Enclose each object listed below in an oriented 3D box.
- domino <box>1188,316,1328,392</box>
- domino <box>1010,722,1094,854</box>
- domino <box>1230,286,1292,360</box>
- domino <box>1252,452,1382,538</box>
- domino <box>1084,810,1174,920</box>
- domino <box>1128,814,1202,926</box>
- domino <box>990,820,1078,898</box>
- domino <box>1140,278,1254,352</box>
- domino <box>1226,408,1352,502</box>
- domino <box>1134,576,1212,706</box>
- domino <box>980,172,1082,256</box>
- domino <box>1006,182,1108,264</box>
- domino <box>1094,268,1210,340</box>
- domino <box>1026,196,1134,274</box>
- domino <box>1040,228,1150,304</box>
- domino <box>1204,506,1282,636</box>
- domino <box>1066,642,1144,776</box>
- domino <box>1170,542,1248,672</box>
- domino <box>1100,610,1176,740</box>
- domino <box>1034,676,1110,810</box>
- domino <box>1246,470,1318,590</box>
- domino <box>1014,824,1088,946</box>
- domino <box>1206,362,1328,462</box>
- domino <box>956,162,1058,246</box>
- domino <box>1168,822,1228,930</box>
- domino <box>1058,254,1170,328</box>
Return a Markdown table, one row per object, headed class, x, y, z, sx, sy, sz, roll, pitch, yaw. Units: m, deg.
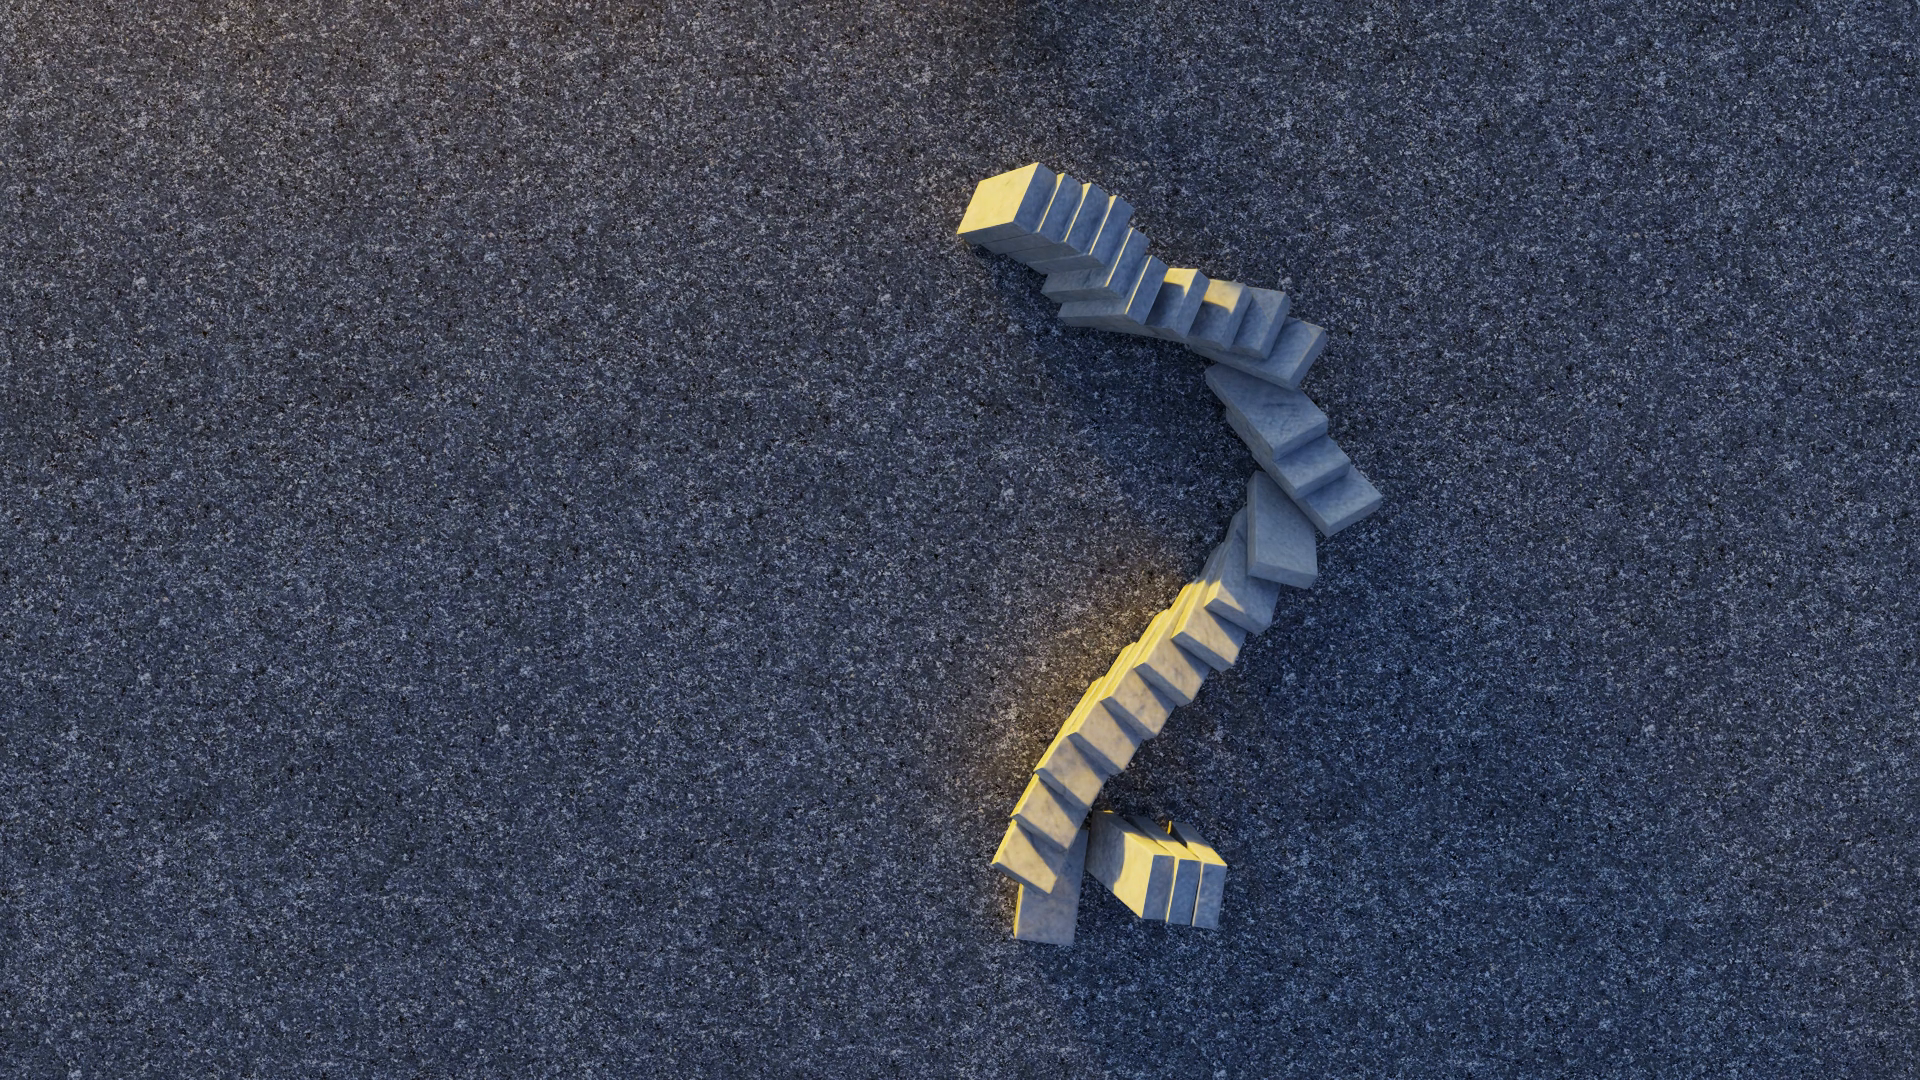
| class | x | y | z | sx | sy | sz | roll | pitch | yaw |
| --- | --- | --- | --- | --- | --- | --- | --- | --- | --- |
| domino | 0.123 | -0.083 | 0.381 | 0.050 | 0.009 | 0.025 | 34 | 90 | 37 |
| domino | 0.045 | 0.101 | 0.383 | 0.025 | 0.010 | 0.050 | 37 | 59 | 0 |
| domino | 0.108 | -0.093 | 0.381 | 0.050 | 0.010 | 0.025 | 24 | 90 | 38 |
| domino | 0.148 | -0.027 | 0.382 | 0.025 | 0.010 | 0.050 | -29 | 57 | -4 |
| domino | 0.068 | 0.132 | 0.375 | 0.010 | 0.050 | 0.025 | 11 | 90 | -19 |
| domino | 0.081 | 0.134 | 0.375 | 0.010 | 0.050 | 0.025 | 11 | 90 | -12 |
| domino | 0.036 | 0.119 | 0.383 | 0.025 | 0.010 | 0.050 | 32 | 59 | 1 |
| domino | 0.093 | -0.096 | 0.380 | 0.050 | 0.010 | 0.025 | 24 | 90 | 41 |
| domino | 0.136 | -0.042 | 0.382 | 0.025 | 0.010 | 0.050 | -28 | 57 | -2 |
| domino | 0.096 | 0.042 | 0.383 | 0.025 | 0.010 | 0.050 | 40 | 60 | 0 |
| domino | 0.028 | -0.133 | 0.376 | 0.009 | 0.050 | 0.025 | 24 | 90 | -29 |
| domino | 0.038 | -0.129 | 0.376 | 0.010 | 0.050 | 0.025 | 24 | 90 | -29 |
| domino | 0.076 | -0.098 | 0.377 | 0.009 | 0.050 | 0.025 | 24 | 90 | -38 |
| domino | 0.048 | -0.124 | 0.376 | 0.009 | 0.050 | 0.025 | 24 | 90 | -29 |
| domino | 0.054 | -0.112 | 0.376 | 0.009 | 0.050 | 0.025 | 24 | 90 | -29 |
| domino | 0.121 | 0.012 | 0.383 | 0.025 | 0.009 | 0.050 | 28 | 58 | 0 |
| domino | 0.069 | 0.070 | 0.384 | 0.025 | 0.010 | 0.050 | 40 | 60 | 0 |
| domino | 0.109 | 0.028 | 0.383 | 0.025 | 0.010 | 0.050 | 34 | 59 | 0 |
| domino | 0.082 | 0.056 | 0.384 | 0.025 | 0.010 | 0.050 | 41 | 61 | 0 |
| domino | 0.055 | 0.085 | 0.383 | 0.025 | 0.010 | 0.050 | 41 | 60 | 0 |
| domino | 0.133 | -0.005 | 0.381 | 0.025 | 0.010 | 0.050 | 14 | 52 | 0 |
| domino | 0.039 | 0.147 | 0.395 | 0.025 | 0.010 | 0.050 | 8 | 90 | 0 |
| domino | 0.127 | -0.058 | 0.382 | 0.025 | 0.010 | 0.050 | -28 | 57 | 0 |
| domino | 0.018 | -0.137 | 0.376 | 0.010 | 0.050 | 0.025 | 24 | 90 | -29 |
| domino | 0.095 | 0.136 | 0.375 | 0.009 | 0.050 | 0.025 | 9 | 90 | -2 |
| domino | 0.062 | -0.101 | 0.376 | 0.010 | 0.050 | 0.025 | 24 | 90 | -29 |
